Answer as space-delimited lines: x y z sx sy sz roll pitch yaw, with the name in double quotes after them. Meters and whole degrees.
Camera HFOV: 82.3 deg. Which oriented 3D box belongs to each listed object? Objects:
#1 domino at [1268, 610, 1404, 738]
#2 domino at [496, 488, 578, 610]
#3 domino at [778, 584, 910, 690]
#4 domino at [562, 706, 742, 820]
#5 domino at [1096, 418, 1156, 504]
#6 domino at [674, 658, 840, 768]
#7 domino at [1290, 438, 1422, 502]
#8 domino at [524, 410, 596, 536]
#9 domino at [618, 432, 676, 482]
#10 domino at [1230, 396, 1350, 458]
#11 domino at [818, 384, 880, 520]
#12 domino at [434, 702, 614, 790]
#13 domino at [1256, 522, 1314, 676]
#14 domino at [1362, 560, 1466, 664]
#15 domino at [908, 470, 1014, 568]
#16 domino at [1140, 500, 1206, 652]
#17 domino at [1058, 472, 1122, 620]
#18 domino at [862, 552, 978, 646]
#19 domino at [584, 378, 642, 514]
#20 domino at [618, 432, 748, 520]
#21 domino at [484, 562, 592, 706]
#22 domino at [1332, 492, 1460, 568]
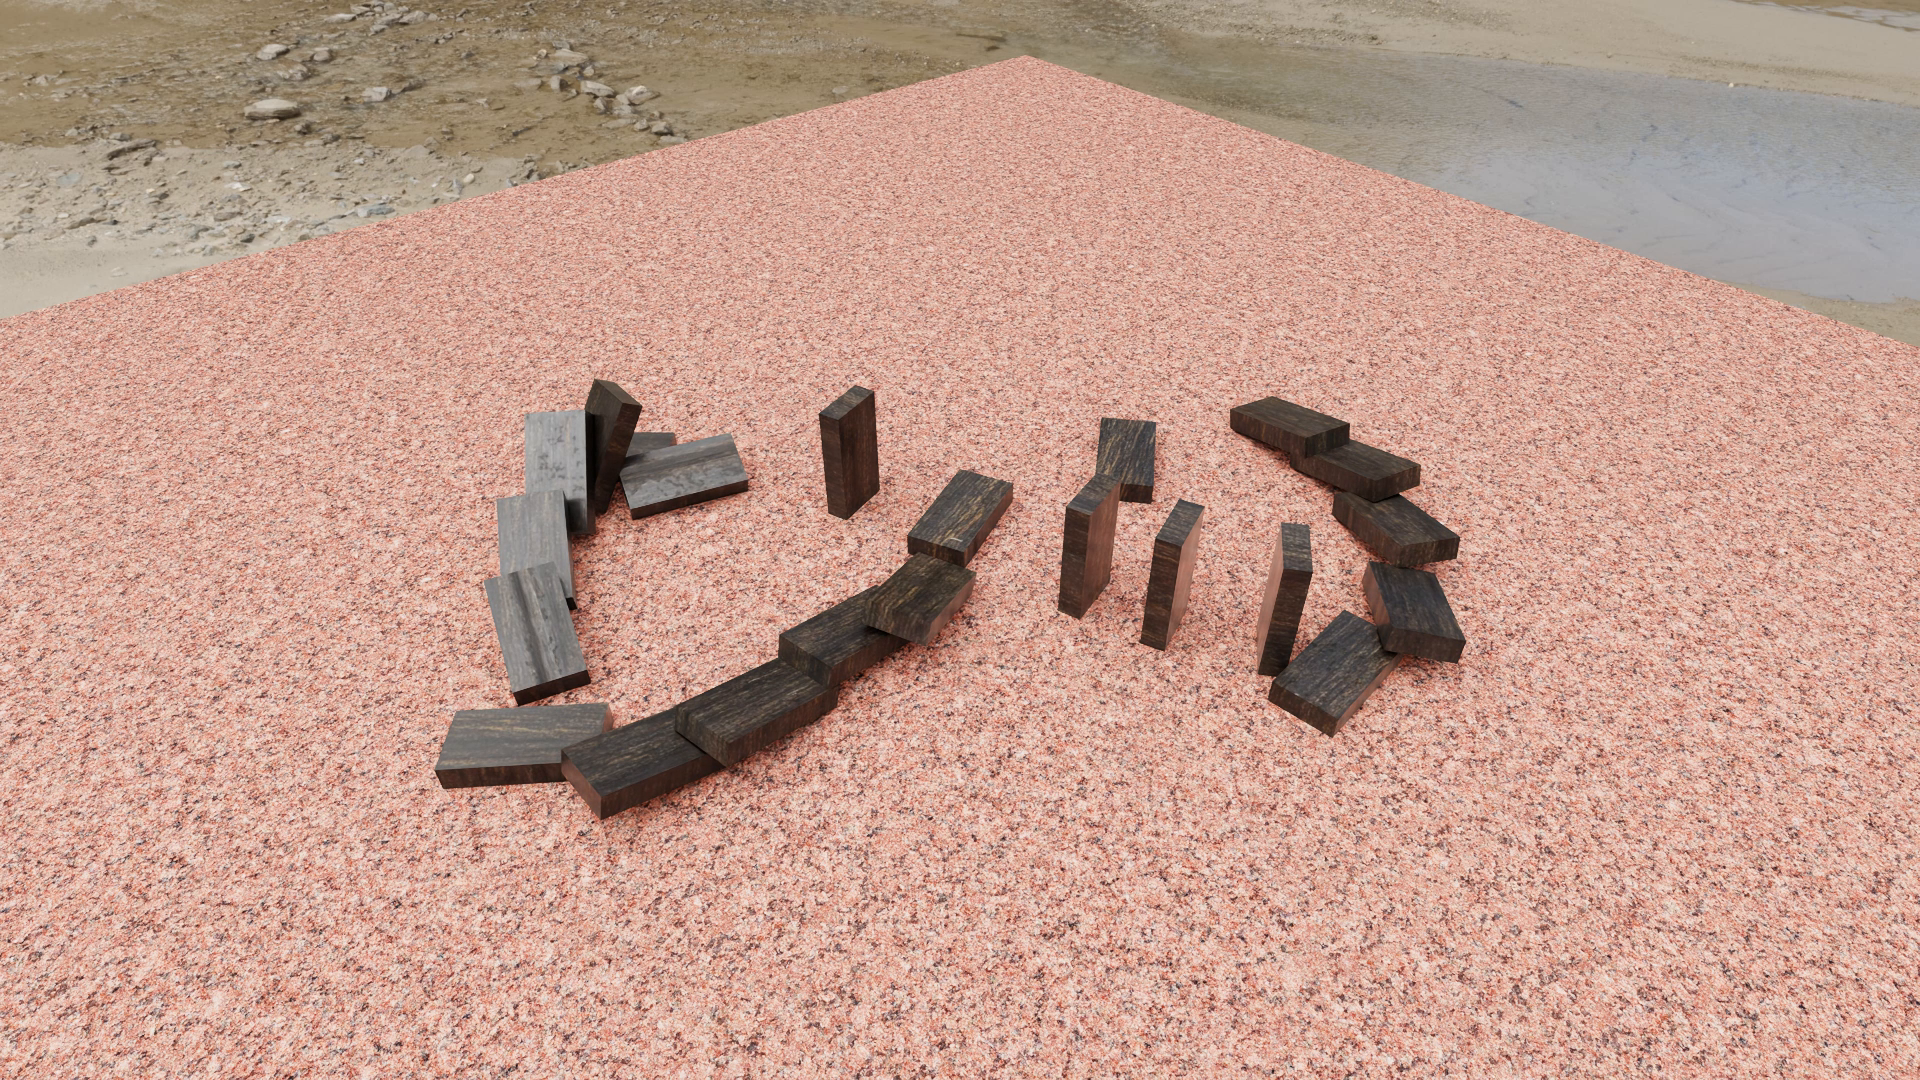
0.133 0.046 0.387 0.025 0.009 0.050 31 48 32 "domino"
-0.164 0.005 0.425 0.025 0.009 0.050 -10 60 -12 "domino"
-0.038 0.034 0.394 0.025 0.010 0.050 27 34 29 "domino"
-0.097 0.068 0.350 0.050 0.009 0.025 -18 40 -42 "domino"
0.073 -0.036 0.487 0.025 0.010 0.050 6 40 7 "domino"
-0.067 0.055 0.365 0.025 0.010 0.050 27 30 29 "domino"
0.169 -0.032 0.473 0.025 0.010 0.050 -18 28 -21 "domino"
-0.164 -0.027 0.450 0.025 0.009 0.050 -3 84 2 "domino"
-0.154 -0.037 0.489 0.050 0.010 0.025 0 39 0 "domino"
0.148 -0.052 0.497 0.025 0.010 0.050 -18 28 -21 "domino"
-0.045 -0.036 0.455 0.009 0.050 0.025 21 44 23 "domino"
-0.142 0.067 0.361 0.050 0.010 0.025 -3 39 -3 "domino"
0.113 0.021 0.385 0.010 0.050 0.025 7 40 8 "domino"
0.165 0.025 0.402 0.025 0.010 0.050 11 28 5 "domino"
0.001 -0.009 0.455 0.025 0.009 0.050 16 42 19 "domino"
0.076 0.013 0.396 0.009 0.050 0.025 18 43 21 "domino"
0.048 0.002 0.408 0.010 0.050 0.025 22 44 24 "domino"
-0.014 0.021 0.404 0.025 0.010 0.050 19 24 13 "domino"
-0.151 -0.039 0.461 0.025 0.050 0.010 36 20 36 "domino"
-0.119 -0.028 0.470 0.050 0.010 0.025 -16 66 -19 "domino"
-0.152 0.033 0.394 0.025 0.010 0.050 -17 57 -20 "domino"
0.174 -0.006 0.442 0.025 0.009 0.050 -8 27 -9 "domino"
